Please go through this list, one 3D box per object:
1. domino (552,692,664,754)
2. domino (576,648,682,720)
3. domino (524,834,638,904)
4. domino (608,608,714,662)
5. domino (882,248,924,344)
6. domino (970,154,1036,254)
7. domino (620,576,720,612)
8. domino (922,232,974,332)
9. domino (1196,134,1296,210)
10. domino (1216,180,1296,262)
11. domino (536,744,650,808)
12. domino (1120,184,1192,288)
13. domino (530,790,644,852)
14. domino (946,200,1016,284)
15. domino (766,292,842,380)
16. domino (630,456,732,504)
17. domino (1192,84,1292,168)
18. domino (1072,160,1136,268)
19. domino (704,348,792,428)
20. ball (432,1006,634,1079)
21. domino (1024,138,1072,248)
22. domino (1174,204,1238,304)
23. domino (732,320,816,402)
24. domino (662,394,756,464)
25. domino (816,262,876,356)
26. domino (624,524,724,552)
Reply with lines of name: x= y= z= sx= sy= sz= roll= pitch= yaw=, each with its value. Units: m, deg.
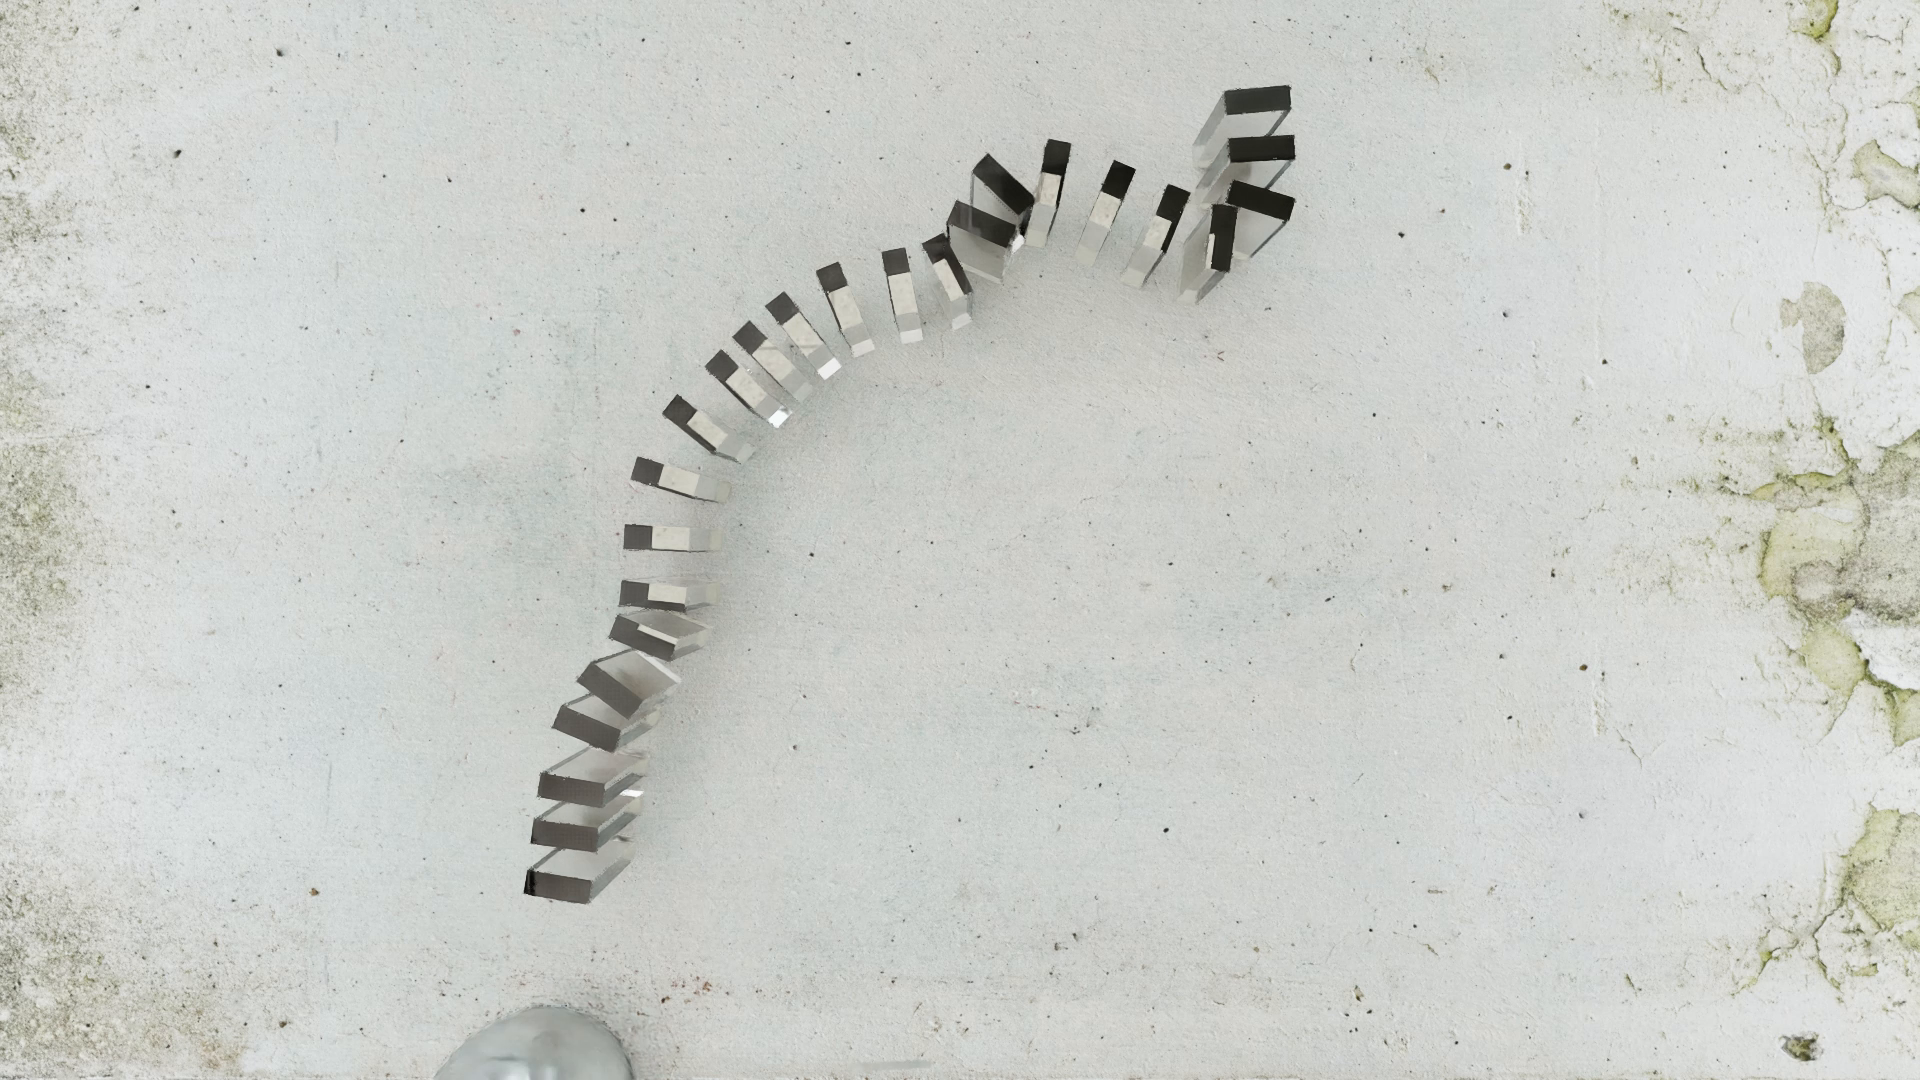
domino: x=-0.143 y=0.072 z=0.375 sx=0.025 sy=0.050 sz=0.010 roll=23 pitch=90 yaw=0
domino: x=-0.134 y=0.058 z=0.375 sx=0.025 sy=0.050 sz=0.010 roll=37 pitch=90 yaw=0
domino: x=-0.154 y=0.133 z=0.375 sx=0.025 sy=0.050 sz=0.009 roll=9 pitch=90 yaw=0
domino: x=-0.121 y=0.038 z=0.375 sx=0.025 sy=0.050 sz=0.010 roll=22 pitch=90 yaw=0
domino: x=-0.023 y=-0.099 z=0.375 sx=0.009 sy=0.050 sz=0.025 roll=-11 pitch=90 yaw=0
domino: x=0.017 y=-0.136 z=0.375 sx=0.025 sy=0.050 sz=0.009 roll=43 pitch=90 yaw=0
domino: x=-0.117 y=0.021 z=0.375 sx=0.025 sy=0.050 sz=0.009 roll=6 pitch=90 yaw=0
domino: x=-0.005 y=-0.104 z=0.375 sx=0.009 sy=0.050 sz=0.025 roll=-27 pitch=90 yaw=0
domino: x=0.115 y=-0.150 z=0.375 sx=0.025 sy=0.050 sz=0.010 roll=-3 pitch=90 yaw=0
domino: x=0.115 y=-0.130 z=0.375 sx=0.025 sy=0.050 sz=0.009 roll=17 pitch=90 yaw=0
domino: x=-0.149 y=0.096 z=0.375 sx=0.025 sy=0.050 sz=0.009 roll=10 pitch=90 yaw=0
domino: x=0.079 y=-0.123 z=0.375 sx=0.010 sy=0.050 sz=0.025 roll=22 pitch=90 yaw=0
domino: x=-0.151 y=0.113 z=0.375 sx=0.025 sy=0.050 sz=0.010 roll=7 pitch=90 yaw=0
domino: x=0.008 y=-0.121 z=0.375 sx=0.025 sy=0.050 sz=0.009 roll=24 pitch=90 yaw=0
domino: x=-0.063 y=-0.083 z=0.375 sx=0.009 sy=0.050 sz=0.025 roll=-38 pitch=90 yaw=0
domino: x=-0.113 y=-0.024 z=0.375 sx=0.025 sy=0.050 sz=0.010 roll=17 pitch=90 yaw=0
domino: x=0.114 y=-0.168 z=0.375 sx=0.025 sy=0.050 sz=0.009 roll=-5 pitch=90 yaw=0
domino: x=0.058 y=-0.132 z=0.375 sx=0.009 sy=0.050 sz=0.025 roll=23 pitch=90 yaw=0
domino: x=-0.086 y=-0.061 z=0.375 sx=0.025 sy=0.050 sz=0.009 roll=44 pitch=90 yaw=0
ball: x=-0.170 y=0.228 z=0.360 sx=0.080 sy=0.080 sz=0.080 roll=0 pitch=90 yaw=0
domino: x=0.035 y=-0.140 z=0.375 sx=0.010 sy=0.050 sz=0.025 roll=11 pitch=90 yaw=-1
domino: x=0.100 y=-0.116 z=0.375 sx=0.009 sy=0.050 sz=0.025 roll=7 pitch=90 yaw=0
domino: x=-0.075 y=-0.072 z=0.375 sx=0.010 sy=0.050 sz=0.025 roll=-45 pitch=90 yaw=0
domino: x=-0.101 y=-0.044 z=0.375 sx=0.025 sy=0.050 sz=0.009 roll=39 pitch=90 yaw=0
domino: x=-0.046 y=-0.093 z=0.375 sx=0.010 sy=0.050 sz=0.025 roll=-22 pitch=90 yaw=0
domino: x=-0.116 y=-0.001 z=0.375 sx=0.025 sy=0.050 sz=0.009 roll=3 pitch=90 yaw=0
